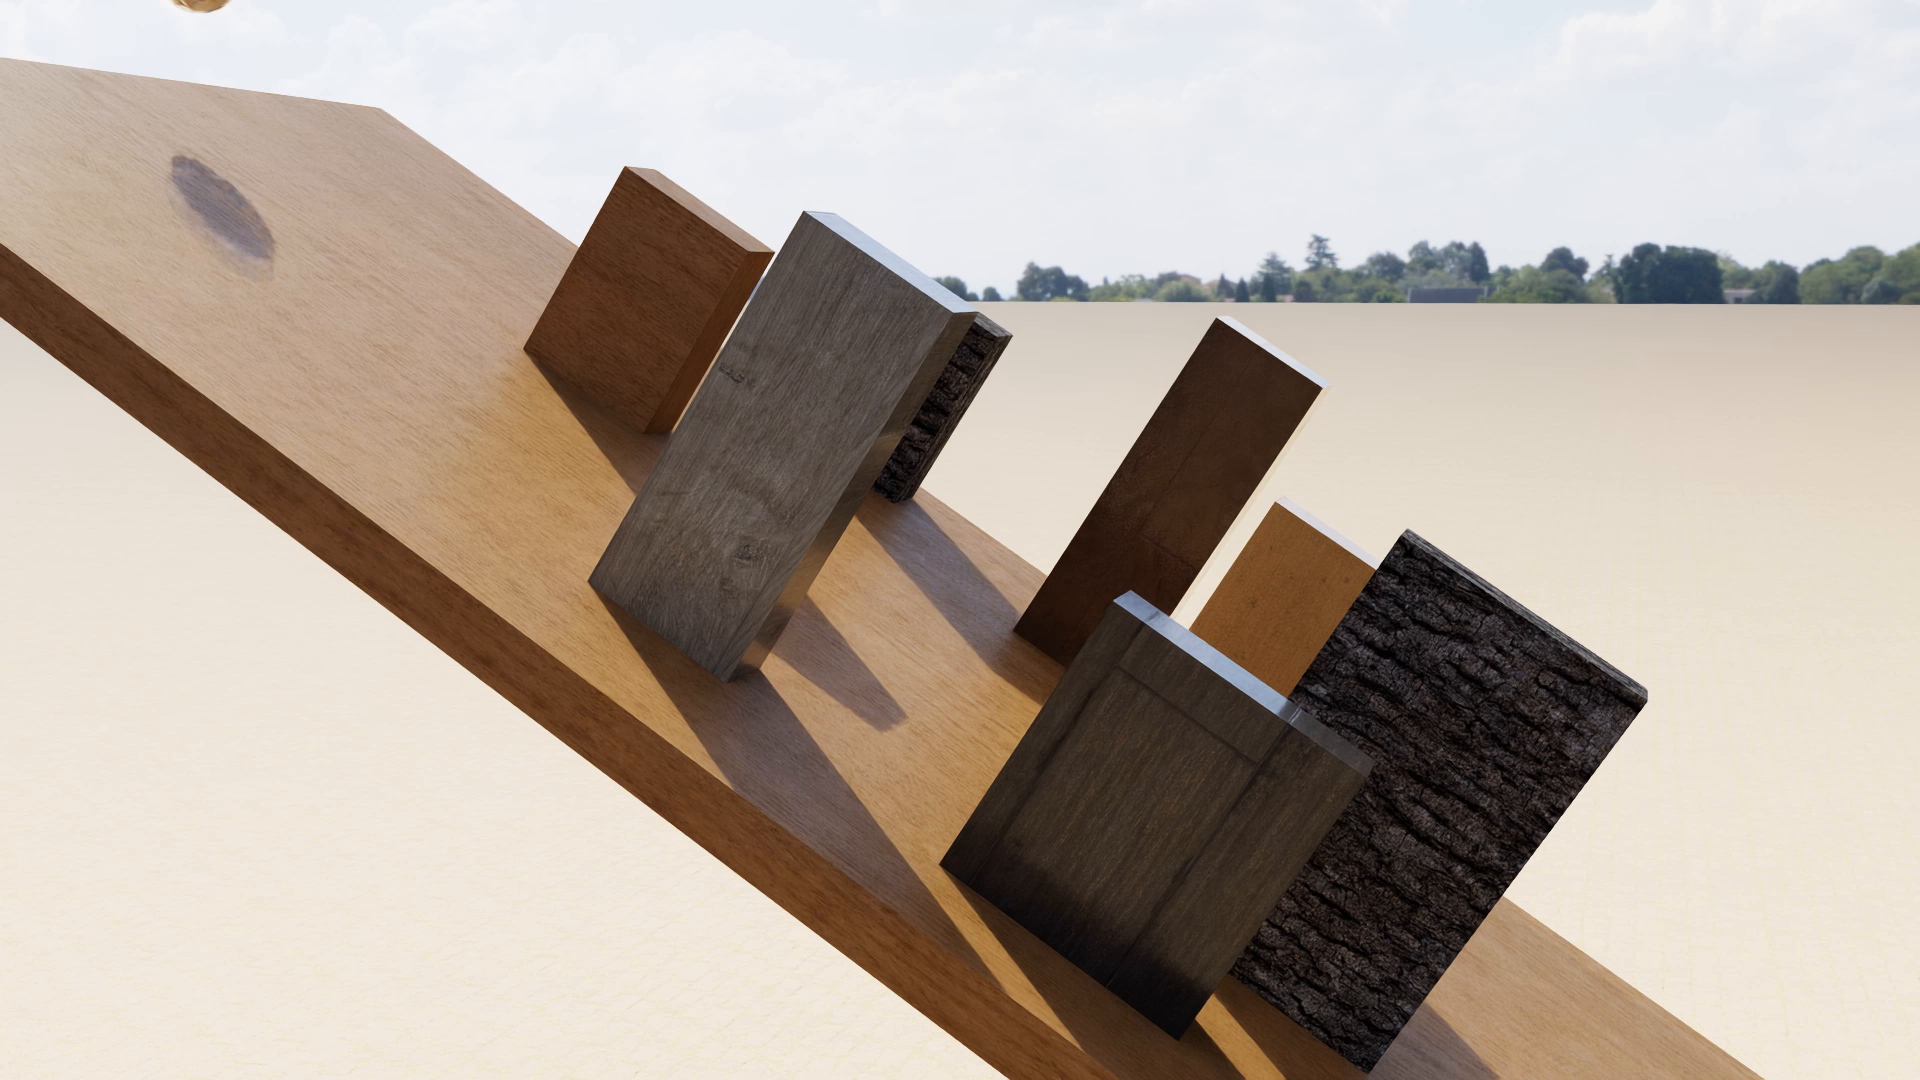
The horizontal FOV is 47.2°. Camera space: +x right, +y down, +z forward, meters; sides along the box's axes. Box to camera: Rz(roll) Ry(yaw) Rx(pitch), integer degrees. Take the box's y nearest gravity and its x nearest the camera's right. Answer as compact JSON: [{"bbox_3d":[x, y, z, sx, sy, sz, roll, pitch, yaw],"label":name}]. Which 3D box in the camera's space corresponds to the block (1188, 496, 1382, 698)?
[{"bbox_3d":[0.593,0.293,3.989,0.434,0.601,0.102,35,15,10],"label":"block"}]

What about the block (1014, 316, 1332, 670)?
[{"bbox_3d":[0.429,-0.063,4.468,0.252,0.765,0.144,35,15,10],"label":"block"}]

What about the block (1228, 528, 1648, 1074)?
[{"bbox_3d":[0.679,0.416,3.491,0.442,0.746,0.100,35,15,10],"label":"block"}]

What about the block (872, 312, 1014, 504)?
[{"bbox_3d":[-0.165,-0.372,4.892,0.374,0.439,0.134,35,15,10],"label":"block"}]

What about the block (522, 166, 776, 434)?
[{"bbox_3d":[-0.614,-0.472,4.339,0.305,0.422,0.140,35,15,10],"label":"block"}]

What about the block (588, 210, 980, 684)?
[{"bbox_3d":[-0.281,-0.144,3.449,0.282,0.690,0.138,35,15,10],"label":"block"}]

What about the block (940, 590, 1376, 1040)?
[{"bbox_3d":[0.286,0.404,3.244,0.436,0.488,0.115,35,15,10],"label":"block"}]

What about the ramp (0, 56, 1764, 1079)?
[{"bbox_3d":[-0.135,0.226,4.103,4.000,0.100,2.000,35,15,10],"label":"ramp"}]

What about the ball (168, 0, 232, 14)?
[{"bbox_3d":[-1.543,-1.151,4.449,0.169,0.169,0.169,0,7,0],"label":"ball"}]
